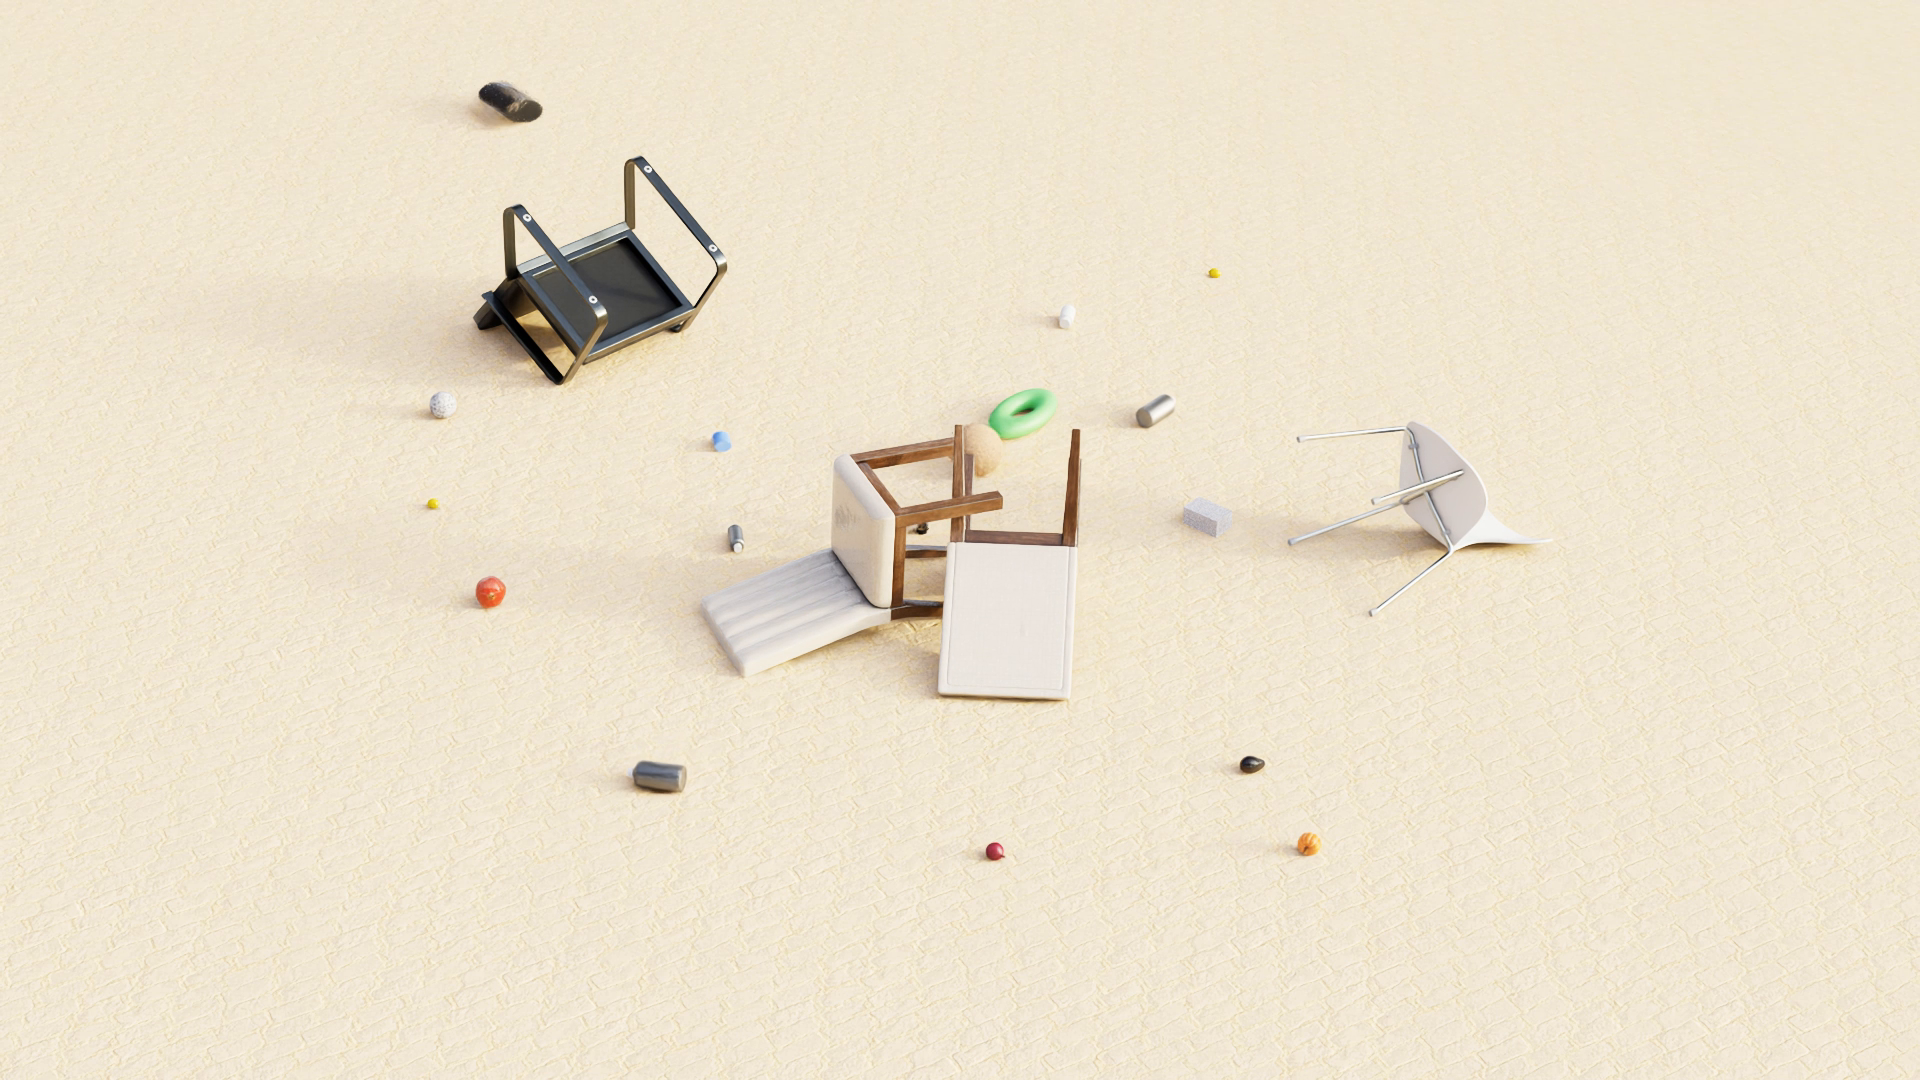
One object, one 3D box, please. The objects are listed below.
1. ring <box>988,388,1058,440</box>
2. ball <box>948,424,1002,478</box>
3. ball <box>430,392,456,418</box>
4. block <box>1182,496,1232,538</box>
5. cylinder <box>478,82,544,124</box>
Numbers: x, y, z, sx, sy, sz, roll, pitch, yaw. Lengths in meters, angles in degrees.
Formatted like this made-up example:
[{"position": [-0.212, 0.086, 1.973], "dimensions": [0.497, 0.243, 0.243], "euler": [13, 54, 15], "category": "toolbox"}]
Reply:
[{"position": [0.250, -0.502, 11.641], "dimensions": [0.213, 0.074, 0.382], "euler": [21, 39, 29], "category": "ring"}, {"position": [0.060, -0.346, 11.279], "dimensions": [0.209, 0.209, 0.209], "euler": [0, 33, 0], "category": "ball"}, {"position": [-2.056, -0.538, 11.662], "dimensions": [0.108, 0.108, 0.108], "euler": [0, 33, 0], "category": "ball"}, {"position": [0.930, -0.086, 11.008], "dimensions": [0.156, 0.073, 0.096], "euler": [26, 41, 33], "category": "block"}, {"position": [-2.146, -2.091, 14.006], "dimensions": [0.206, 0.116, 0.262], "euler": [-8, 31, -38], "category": "cylinder"}]
